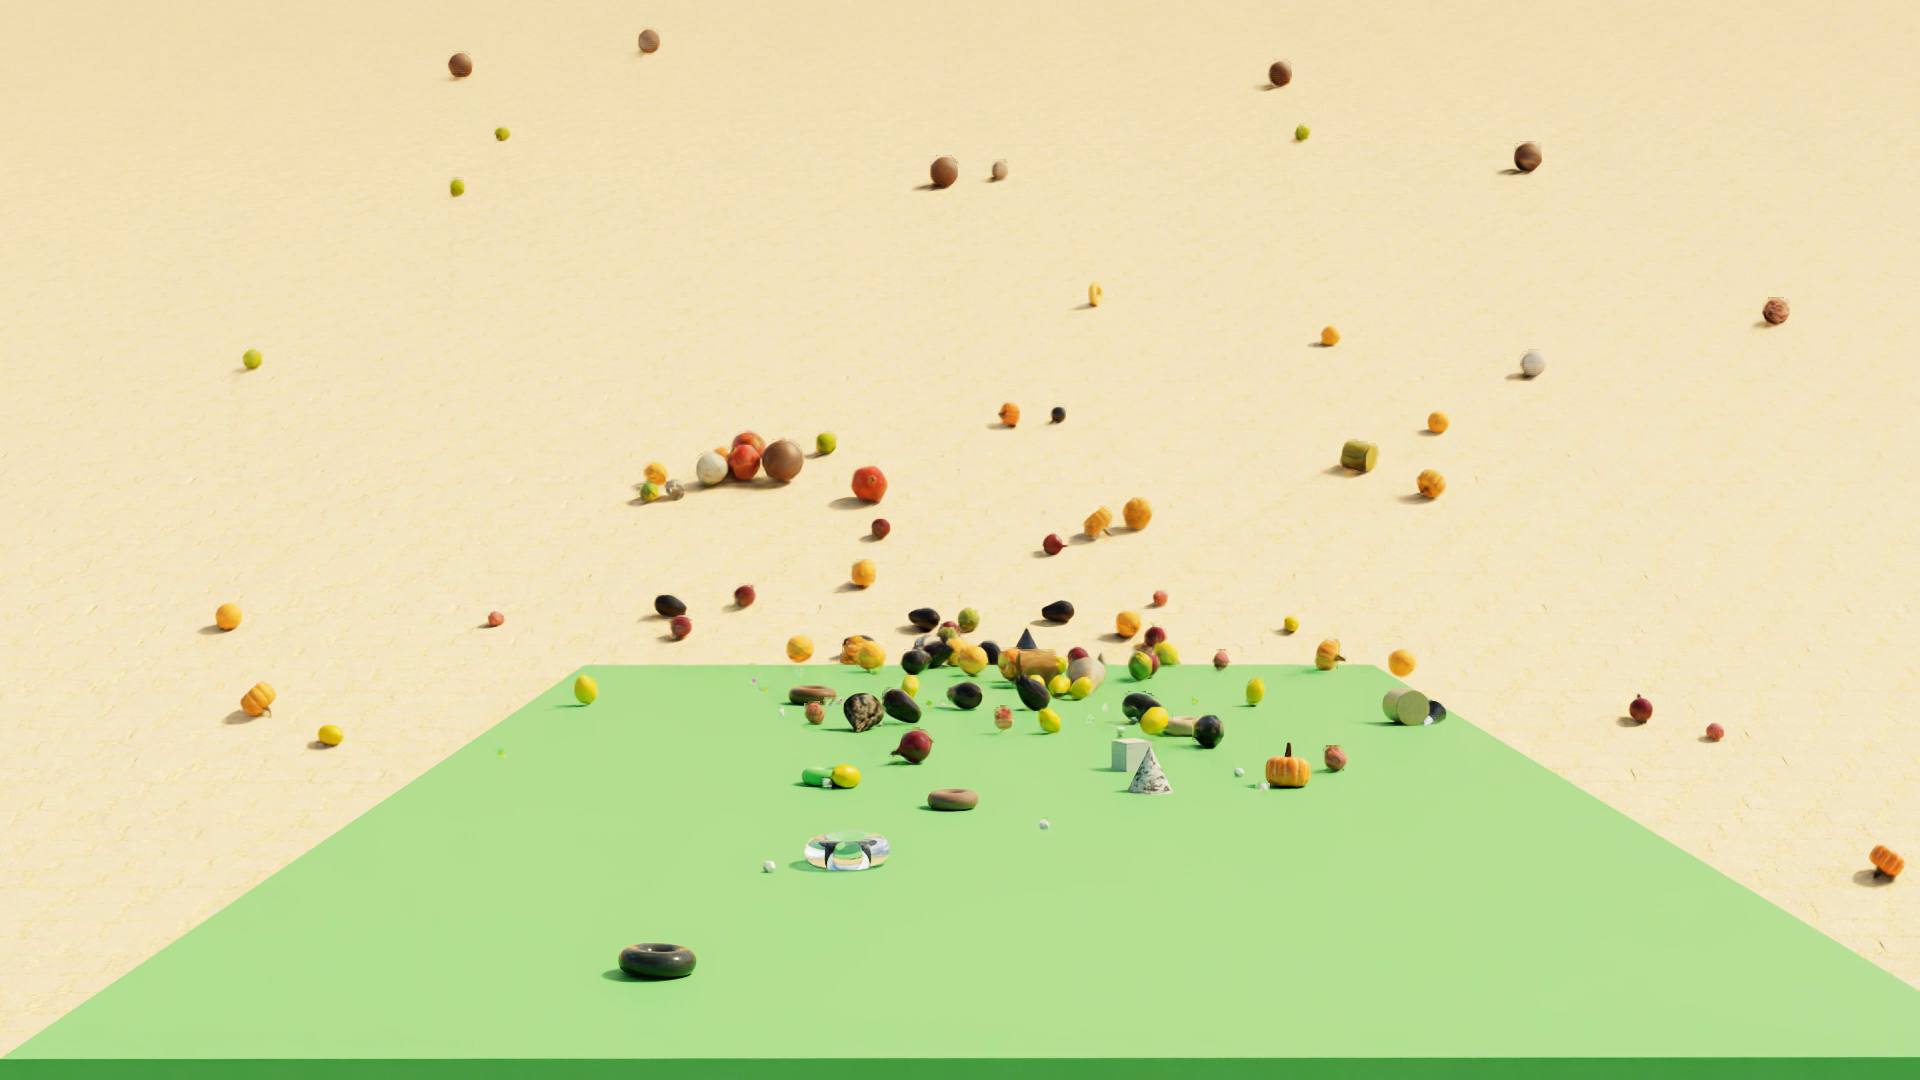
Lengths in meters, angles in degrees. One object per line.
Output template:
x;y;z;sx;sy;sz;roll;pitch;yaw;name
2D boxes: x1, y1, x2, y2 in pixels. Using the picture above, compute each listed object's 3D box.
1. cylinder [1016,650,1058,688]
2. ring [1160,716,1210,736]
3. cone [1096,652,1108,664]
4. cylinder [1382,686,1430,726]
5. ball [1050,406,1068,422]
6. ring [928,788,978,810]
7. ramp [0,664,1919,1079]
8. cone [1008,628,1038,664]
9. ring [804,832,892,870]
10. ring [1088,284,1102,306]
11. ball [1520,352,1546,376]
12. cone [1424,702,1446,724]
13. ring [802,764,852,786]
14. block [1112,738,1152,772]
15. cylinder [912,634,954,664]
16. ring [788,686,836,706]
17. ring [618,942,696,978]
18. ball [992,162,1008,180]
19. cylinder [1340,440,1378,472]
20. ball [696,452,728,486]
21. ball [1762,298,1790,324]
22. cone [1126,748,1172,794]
0.179;0.300;5.985;0.084;0.084;0.084;0;22;-6;cylinder
0.446;0.369;5.101;0.098;0.033;0.098;-1;3;0;ring
0.364;0.326;6.646;0.082;0.082;0.082;0;22;0;cone
0.913;0.341;5.269;0.072;0.072;0.072;-6;4;-15;cylinder
0.327;-0.416;8.511;0.054;0.054;0.054;0;22;0;ball
-0.011;0.418;4.145;0.084;0.028;0.084;-1;3;0;ring
0.051;0.463;4.534;2.000;0.100;4.000;0;3;0;ramp
0.175;0.271;6.764;0.095;0.095;0.095;0;22;0;cone
-0.158;0.437;3.621;0.123;0.041;0.123;-2;3;0;ring
0.513;-0.929;9.735;0.029;0.088;0.088;-5;18;27;ring
1.997;-0.613;8.953;0.087;0.087;0.087;0;22;0;ball
0.960;0.365;5.261;0.055;0.055;0.055;13;25;29;cone
-0.228;0.405;4.416;0.087;0.029;0.087;-1;4;0;ring
0.306;0.384;4.594;0.052;0.052;0.052;-2;3;-28;block
-0.068;0.278;6.529;0.076;0.076;0.076;-14;3;-31;cylinder
-0.324;0.341;5.652;0.108;0.036;0.108;1;3;0;ring
-0.343;0.477;2.916;0.089;0.030;0.089;3;0;0;ring
0.180;-1.659;11.537;0.081;0.081;0.081;0;22;0;ball
1.255;-0.263;8.092;0.085;0.085;0.085;15;26;32;cylinder
-0.769;-0.220;7.967;0.100;0.100;0.100;0;22;0;ball
3.020;-0.845;9.513;0.095;0.095;0.095;0;22;0;ball
0.320;0.384;4.326;0.077;0.077;0.077;0;3;0;cone
